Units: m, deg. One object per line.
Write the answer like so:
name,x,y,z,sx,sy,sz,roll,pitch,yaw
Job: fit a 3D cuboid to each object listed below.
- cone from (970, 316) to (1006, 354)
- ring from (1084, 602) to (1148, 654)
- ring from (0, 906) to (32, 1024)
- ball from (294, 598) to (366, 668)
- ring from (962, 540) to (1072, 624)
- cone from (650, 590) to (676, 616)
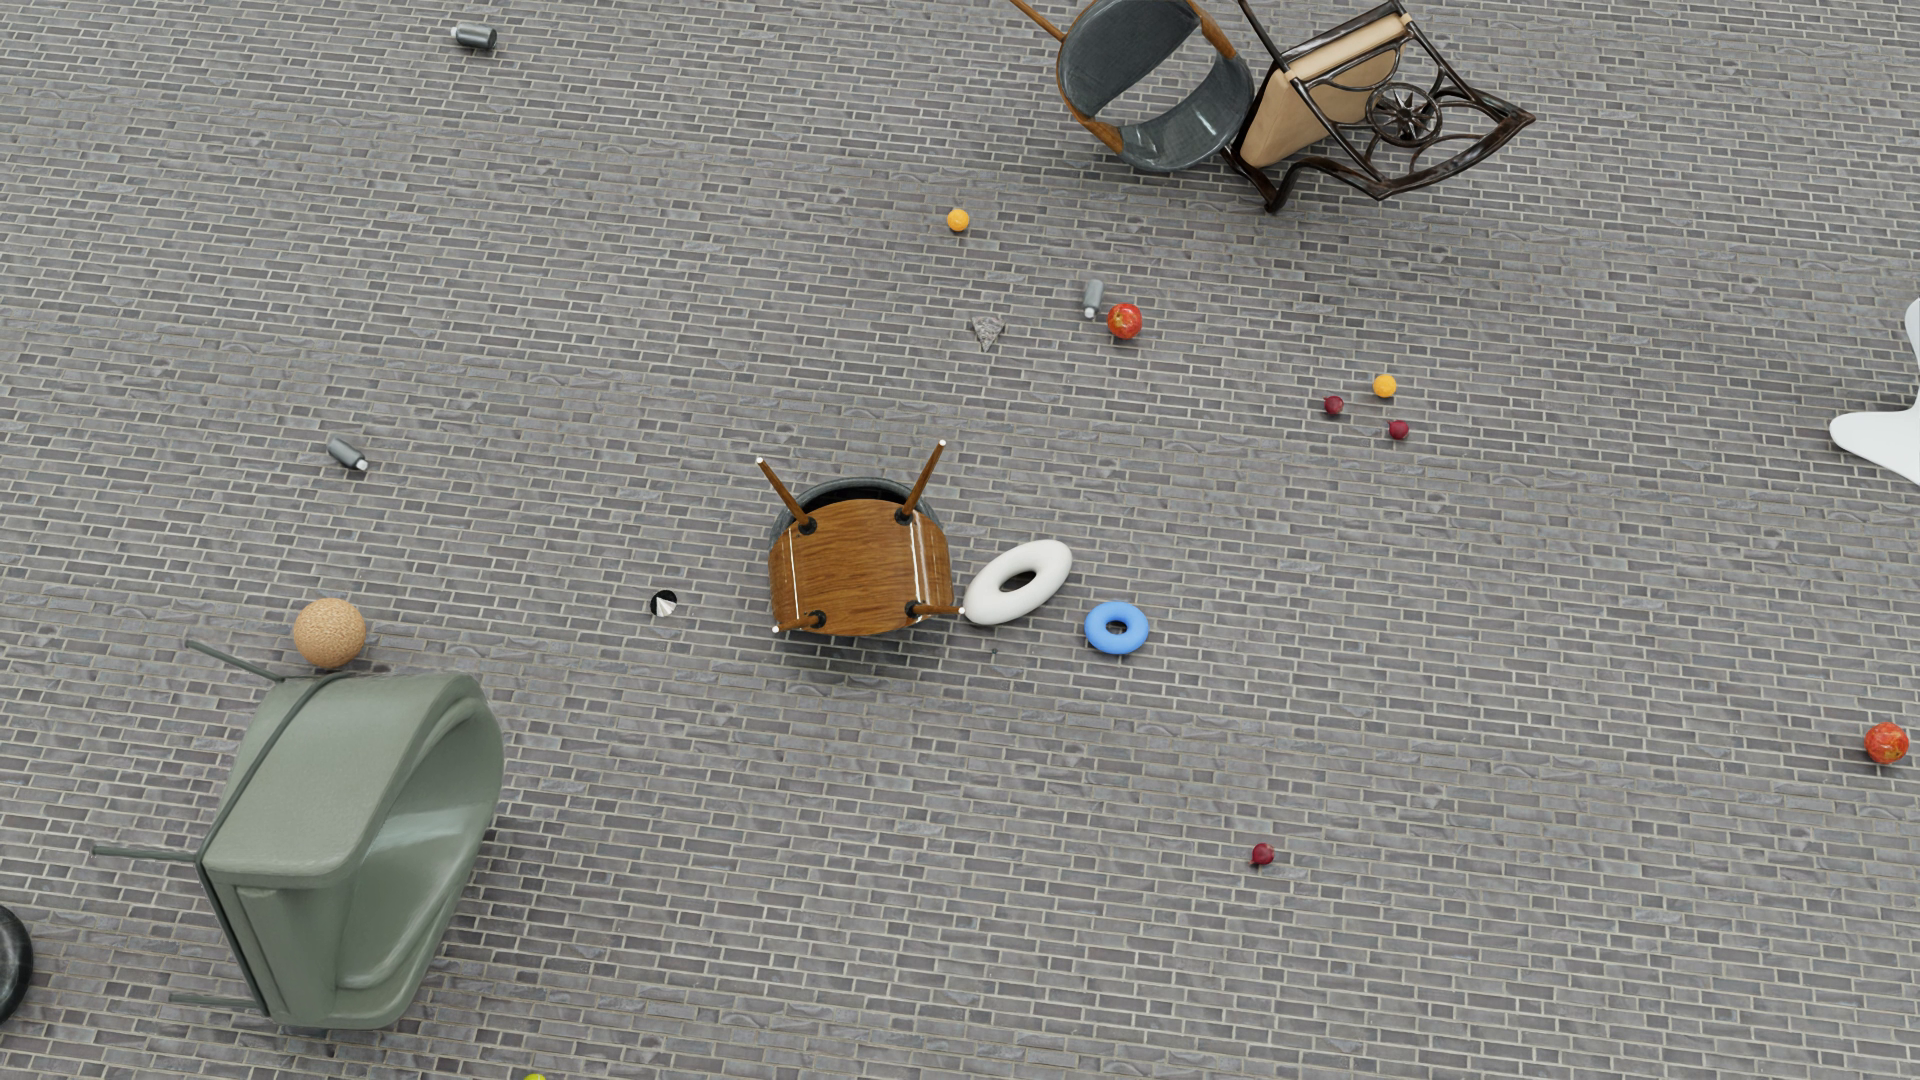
cone,0.086,-0.645,6.993,0.117,0.046,0.122,5,67,2
ring,0.453,0.254,6.371,0.188,0.056,0.173,1,55,0
ring,-2.591,1.124,5.756,0.317,0.109,0.383,-10,57,-8
ball,-1.798,0.265,6.276,0.200,0.200,0.200,0,56,0
ring,0.170,0.122,6.435,0.383,0.097,0.194,-33,61,-20
cone,-0.885,0.170,6.437,0.085,0.084,0.082,-23,32,-23
